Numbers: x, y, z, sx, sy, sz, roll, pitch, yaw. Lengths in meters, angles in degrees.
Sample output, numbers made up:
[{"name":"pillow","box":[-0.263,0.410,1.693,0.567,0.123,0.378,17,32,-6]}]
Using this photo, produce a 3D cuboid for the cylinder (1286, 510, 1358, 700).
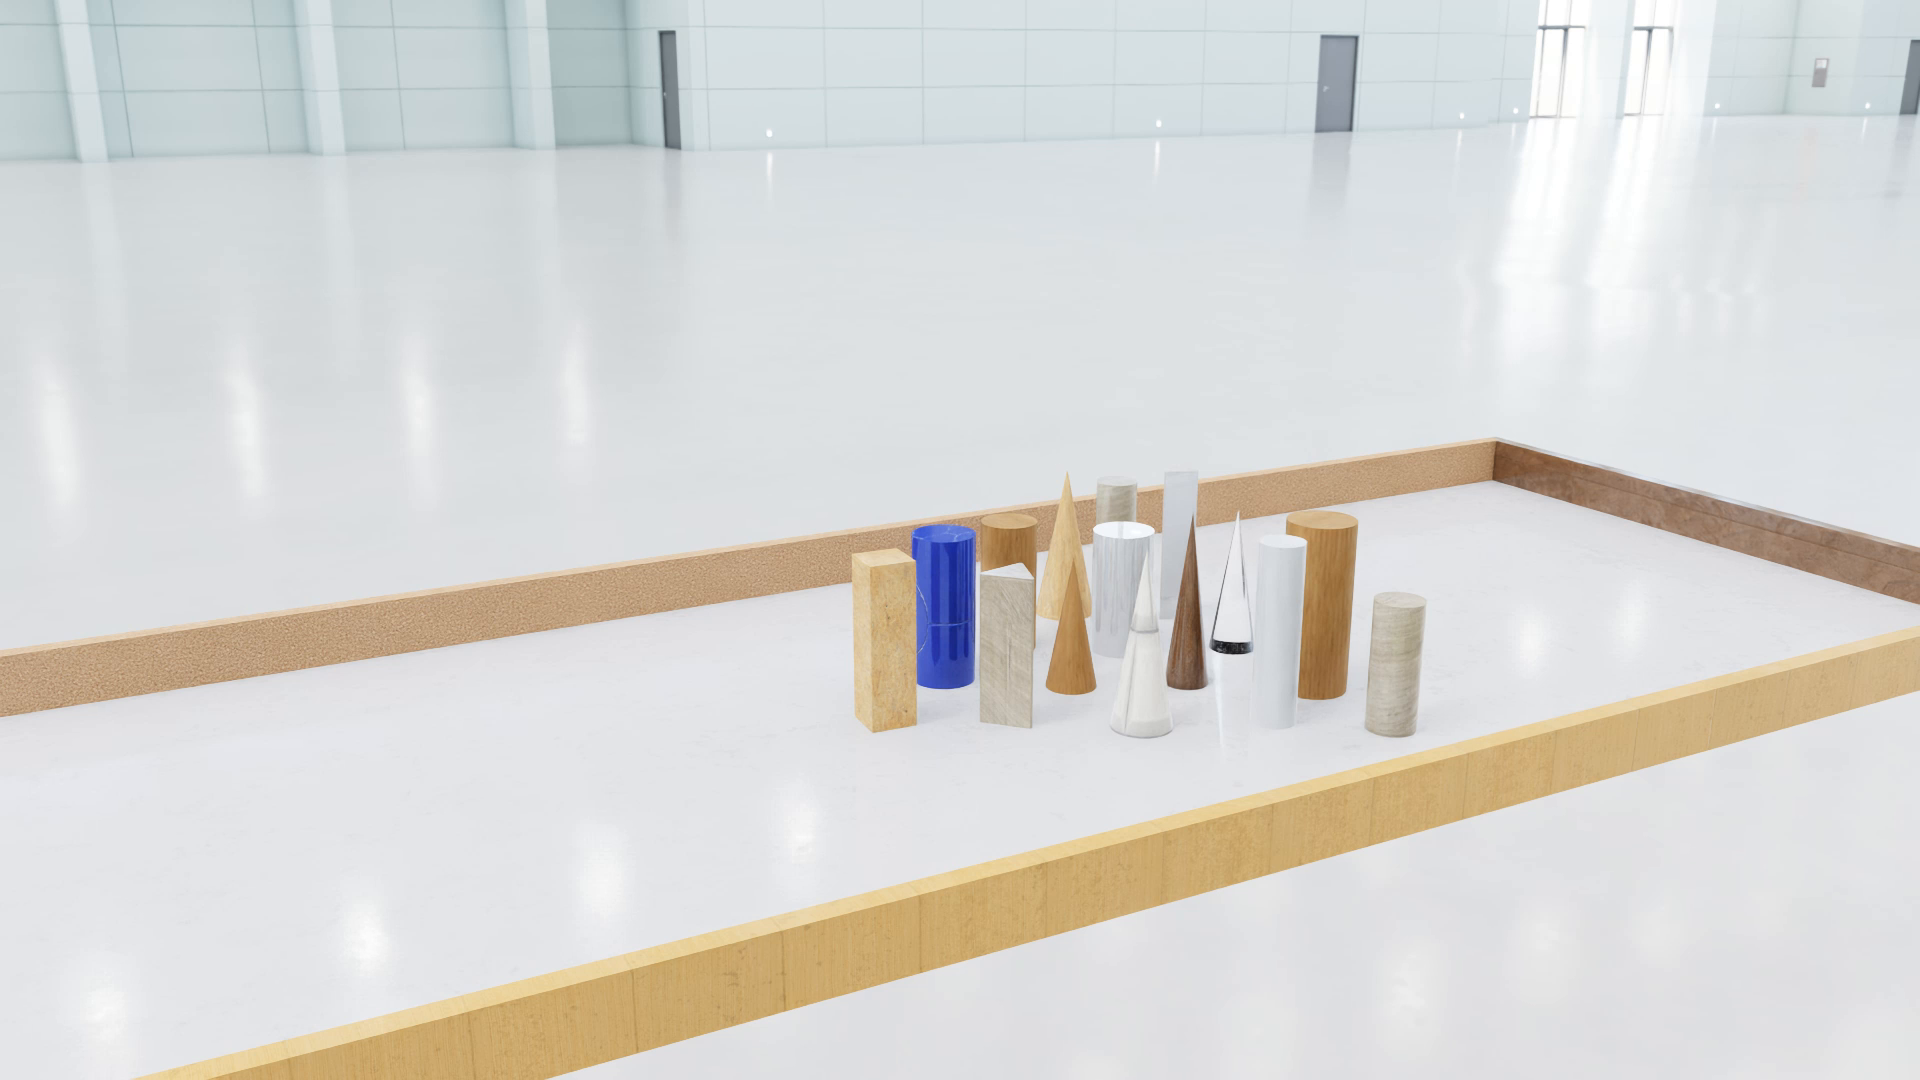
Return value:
[{"name":"cylinder","box":[0.875,0.159,4.046,0.171,0.434,0.171,0,16,0]}]

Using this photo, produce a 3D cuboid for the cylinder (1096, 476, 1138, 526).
[{"name":"cylinder","box":[0.455,-0.014,4.819,0.117,0.328,0.117,0,16,0]}]

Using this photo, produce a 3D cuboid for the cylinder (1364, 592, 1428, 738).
[{"name":"cylinder","box":[1.007,0.288,3.814,0.119,0.316,0.119,0,16,0]}]

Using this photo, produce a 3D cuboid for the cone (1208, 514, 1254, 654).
[{"name":"cone","box":[0.723,0.102,4.333,0.121,0.380,0.121,0,16,0]}]

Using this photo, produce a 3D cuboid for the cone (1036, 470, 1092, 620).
[{"name":"cone","box":[0.296,0.003,4.609,0.166,0.415,0.166,0,16,0]}]

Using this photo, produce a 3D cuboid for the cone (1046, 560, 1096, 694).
[{"name":"cone","box":[0.277,0.202,4.071,0.129,0.336,0.129,0,16,0]}]

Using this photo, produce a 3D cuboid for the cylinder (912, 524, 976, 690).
[{"name":"cylinder","box":[-0.041,0.166,4.116,0.160,0.380,0.160,0,16,0]}]

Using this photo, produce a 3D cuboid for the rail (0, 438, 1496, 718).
[{"name":"rail","box":[-3.305,0.497,3.399,12.000,0.150,0.050,-9,18,-27]}]

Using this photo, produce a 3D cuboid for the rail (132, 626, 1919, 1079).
[{"name":"rail","box":[-2.336,1.006,1.665,12.000,0.150,0.050,-9,18,-27]}]

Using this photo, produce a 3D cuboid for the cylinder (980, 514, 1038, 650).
[{"name":"cylinder","box":[0.128,0.116,4.347,0.148,0.345,0.148,0,16,0]}]

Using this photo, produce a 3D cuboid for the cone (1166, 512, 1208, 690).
[{"name":"cone","box":[0.567,0.144,4.077,0.111,0.444,0.111,0,16,0]}]

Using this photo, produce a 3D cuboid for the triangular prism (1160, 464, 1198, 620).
[{"name":"triangular prism","box":[0.599,0.005,4.585,0.092,0.425,0.080,-2,16,-5]}]

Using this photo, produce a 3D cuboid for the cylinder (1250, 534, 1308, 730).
[{"name":"cylinder","box":[0.740,0.215,3.840,0.109,0.442,0.109,0,16,0]}]

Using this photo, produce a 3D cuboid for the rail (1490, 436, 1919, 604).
[{"name":"rail","box":[2.466,-0.048,5.253,0.050,0.150,2.100,-9,18,-27]}]

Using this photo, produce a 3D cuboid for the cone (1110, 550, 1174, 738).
[{"name":"cone","box":[0.426,0.228,3.807,0.148,0.435,0.148,0,16,0]}]

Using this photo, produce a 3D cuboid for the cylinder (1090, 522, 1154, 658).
[{"name":"cylinder","box":[0.426,0.130,4.333,0.159,0.326,0.159,0,16,0]}]

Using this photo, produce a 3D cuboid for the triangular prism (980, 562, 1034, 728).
[{"name":"triangular prism","box":[0.125,0.244,3.874,0.128,0.366,0.111,6,17,19]}]

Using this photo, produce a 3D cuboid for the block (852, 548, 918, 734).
[{"name":"block","box":[-0.175,0.234,3.843,0.112,0.404,0.112,-7,18,-24]}]
